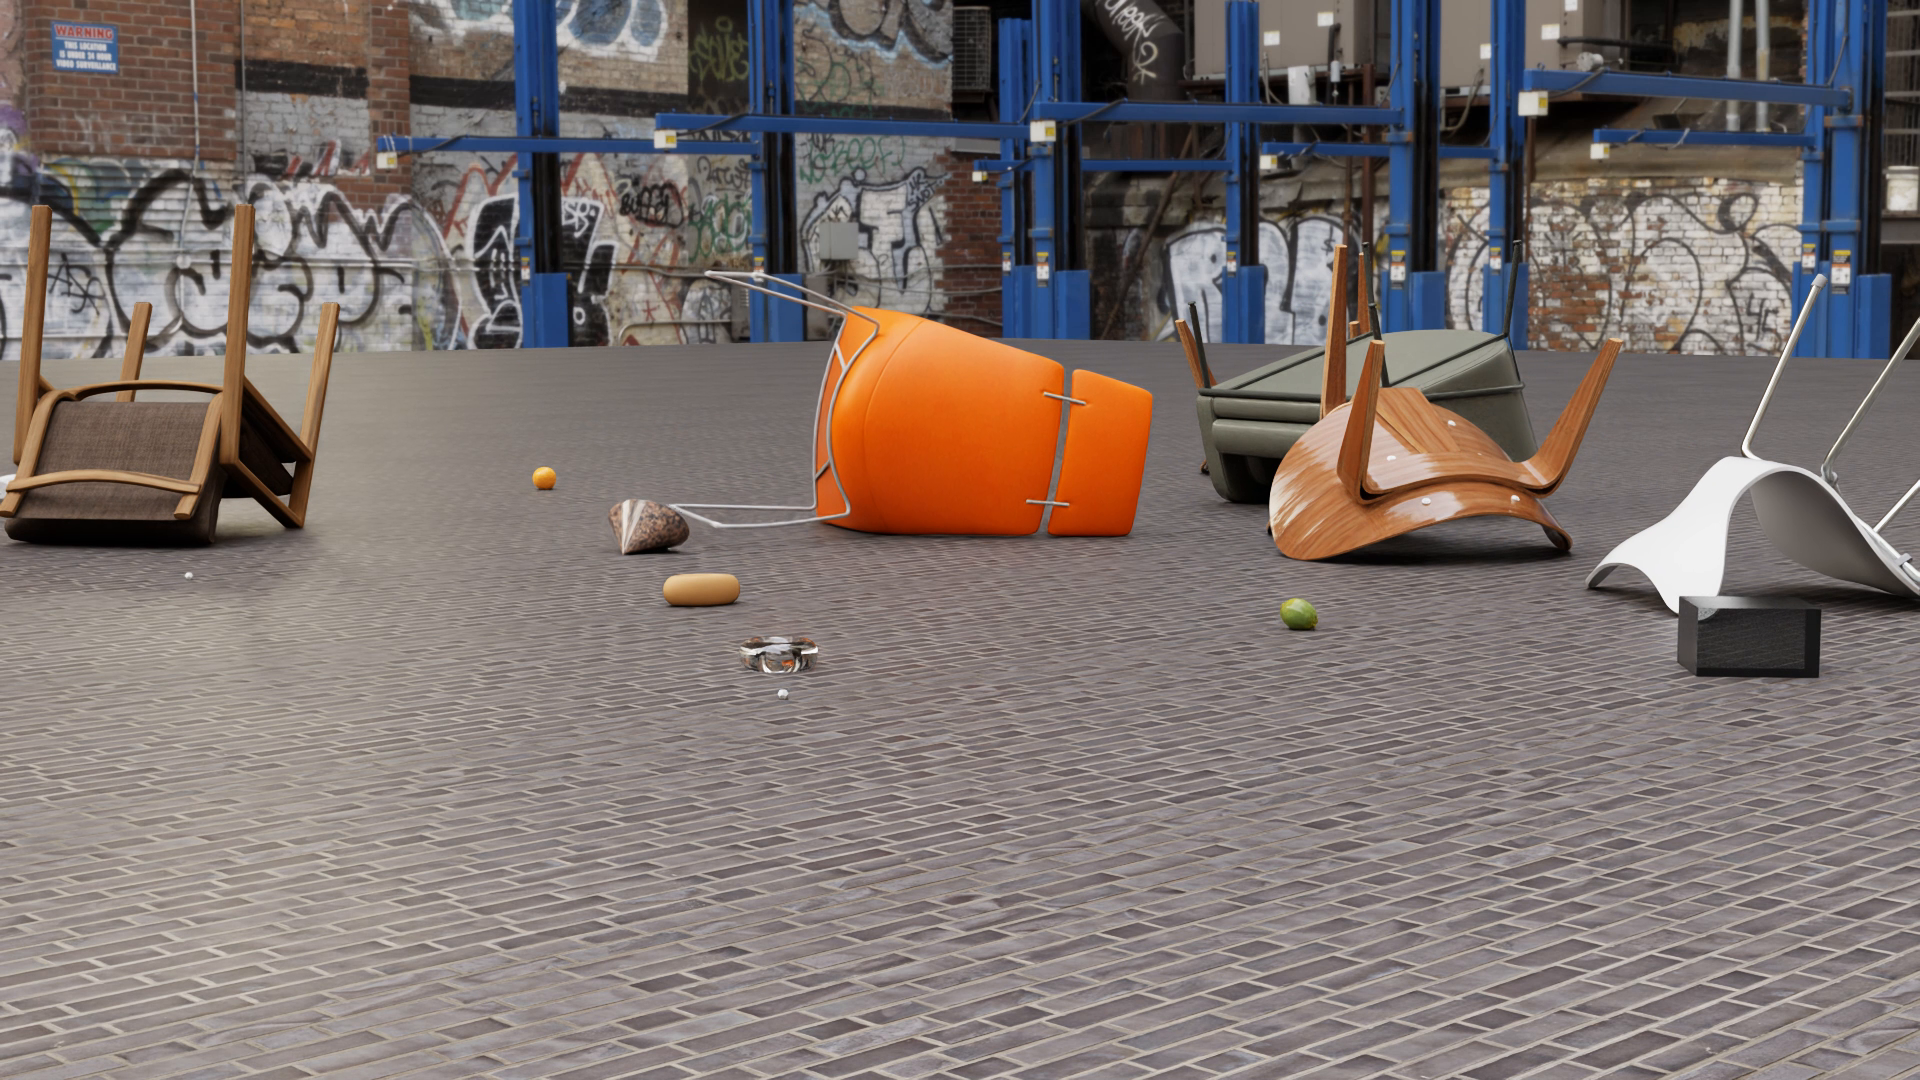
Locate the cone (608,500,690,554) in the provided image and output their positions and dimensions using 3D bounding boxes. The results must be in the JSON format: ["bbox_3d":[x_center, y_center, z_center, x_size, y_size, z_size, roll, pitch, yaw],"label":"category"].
[{"bbox_3d":[-0.773,-0.001,6.112,0.232,0.145,0.124,2,37,28],"label":"cone"}]

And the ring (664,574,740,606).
[{"bbox_3d":[-0.519,0.100,5.152,0.161,0.060,0.091,-1,4,-25],"label":"ring"}]

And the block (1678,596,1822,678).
[{"bbox_3d":[1.318,0.161,4.294,0.197,0.114,0.161,0,6,5],"label":"block"}]

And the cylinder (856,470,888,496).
[{"bbox_3d":[-0.264,-0.173,7.775,0.094,0.065,0.105,-3,6,-24],"label":"cylinder"}]

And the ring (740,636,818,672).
[{"bbox_3d":[-0.305,0.191,4.317,0.133,0.050,0.150,1,5,5],"label":"ring"}]
